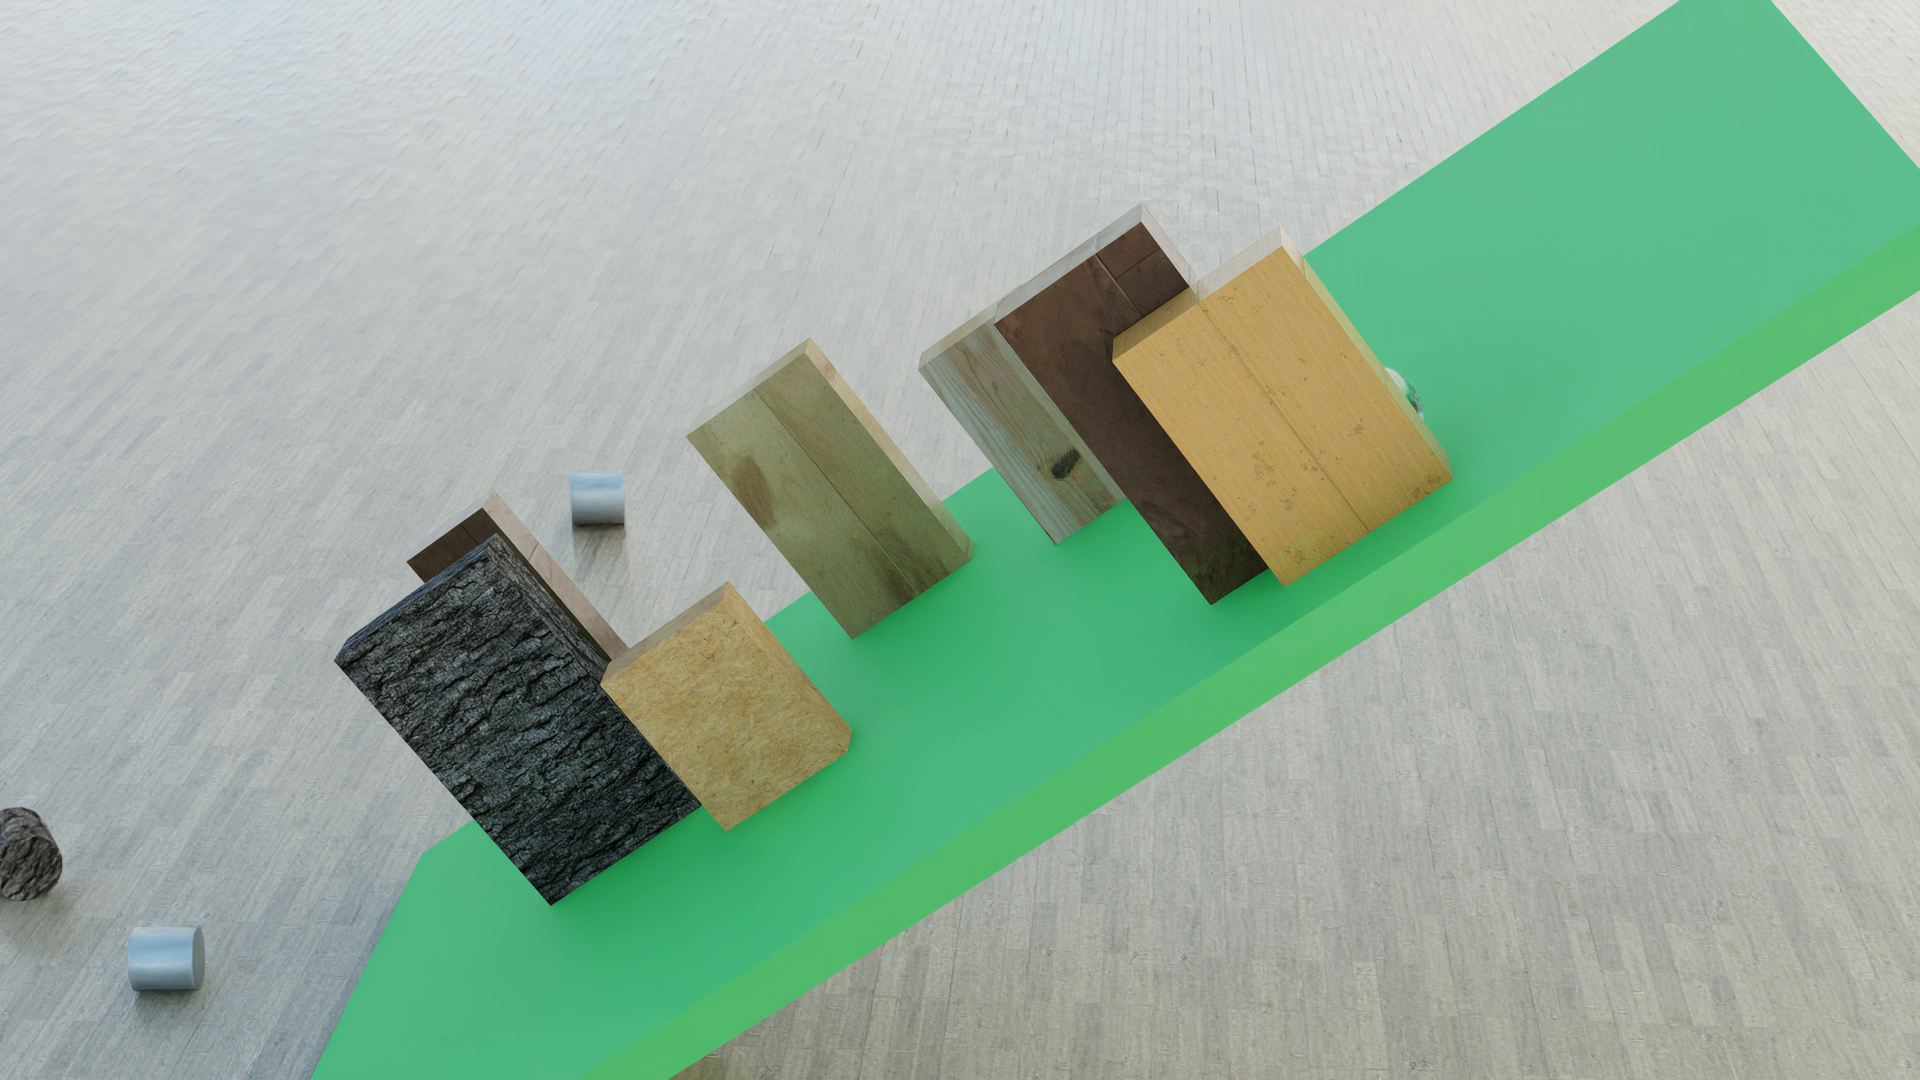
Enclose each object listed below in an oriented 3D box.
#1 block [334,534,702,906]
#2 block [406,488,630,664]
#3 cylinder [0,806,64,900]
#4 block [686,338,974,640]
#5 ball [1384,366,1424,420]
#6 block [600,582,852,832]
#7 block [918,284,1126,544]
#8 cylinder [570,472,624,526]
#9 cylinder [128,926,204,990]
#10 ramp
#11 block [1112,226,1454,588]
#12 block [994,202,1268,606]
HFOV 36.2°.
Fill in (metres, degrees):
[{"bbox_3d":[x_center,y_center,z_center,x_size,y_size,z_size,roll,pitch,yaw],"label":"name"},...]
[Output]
[{"bbox_3d":[-0.974,0.407,6.568,0.442,0.749,0.119,-34,16,16],"label":"block"},{"bbox_3d":[-1.059,0.223,7.392,0.251,0.690,0.126,-34,16,16],"label":"block"},{"bbox_3d":[-2.482,0.827,7.767,0.185,0.185,0.185,-11,25,-25],"label":"cylinder"},{"bbox_3d":[-0.295,-0.114,6.758,0.345,0.619,0.109,-34,16,16],"label":"block"},{"bbox_3d":[0.760,-0.226,5.472,0.203,0.203,0.203,0,22,0],"label":"ball"},{"bbox_3d":[-0.494,0.355,6.237,0.329,0.426,0.109,-34,16,16],"label":"block"},{"bbox_3d":[0.171,-0.271,6.374,0.272,0.498,0.111,-34,16,16],"label":"block"},{"bbox_3d":[-1.249,-0.141,10.119,0.179,0.179,0.179,-3,23,-8],"label":"cylinder"},{"bbox_3d":[-1.968,1.037,7.299,0.155,0.155,0.155,-1,22,-3],"label":"cylinder"},{"bbox_3d":[0.130,0.178,6.319,4.000,0.100,2.000,-34,16,16],"label":"ramp"},{"bbox_3d":[0.579,-0.237,5.288,0.364,0.535,0.128,-34,16,16],"label":"block"},{"bbox_3d":[0.401,-0.247,5.442,0.330,0.682,0.130,-34,16,16],"label":"block"}]
